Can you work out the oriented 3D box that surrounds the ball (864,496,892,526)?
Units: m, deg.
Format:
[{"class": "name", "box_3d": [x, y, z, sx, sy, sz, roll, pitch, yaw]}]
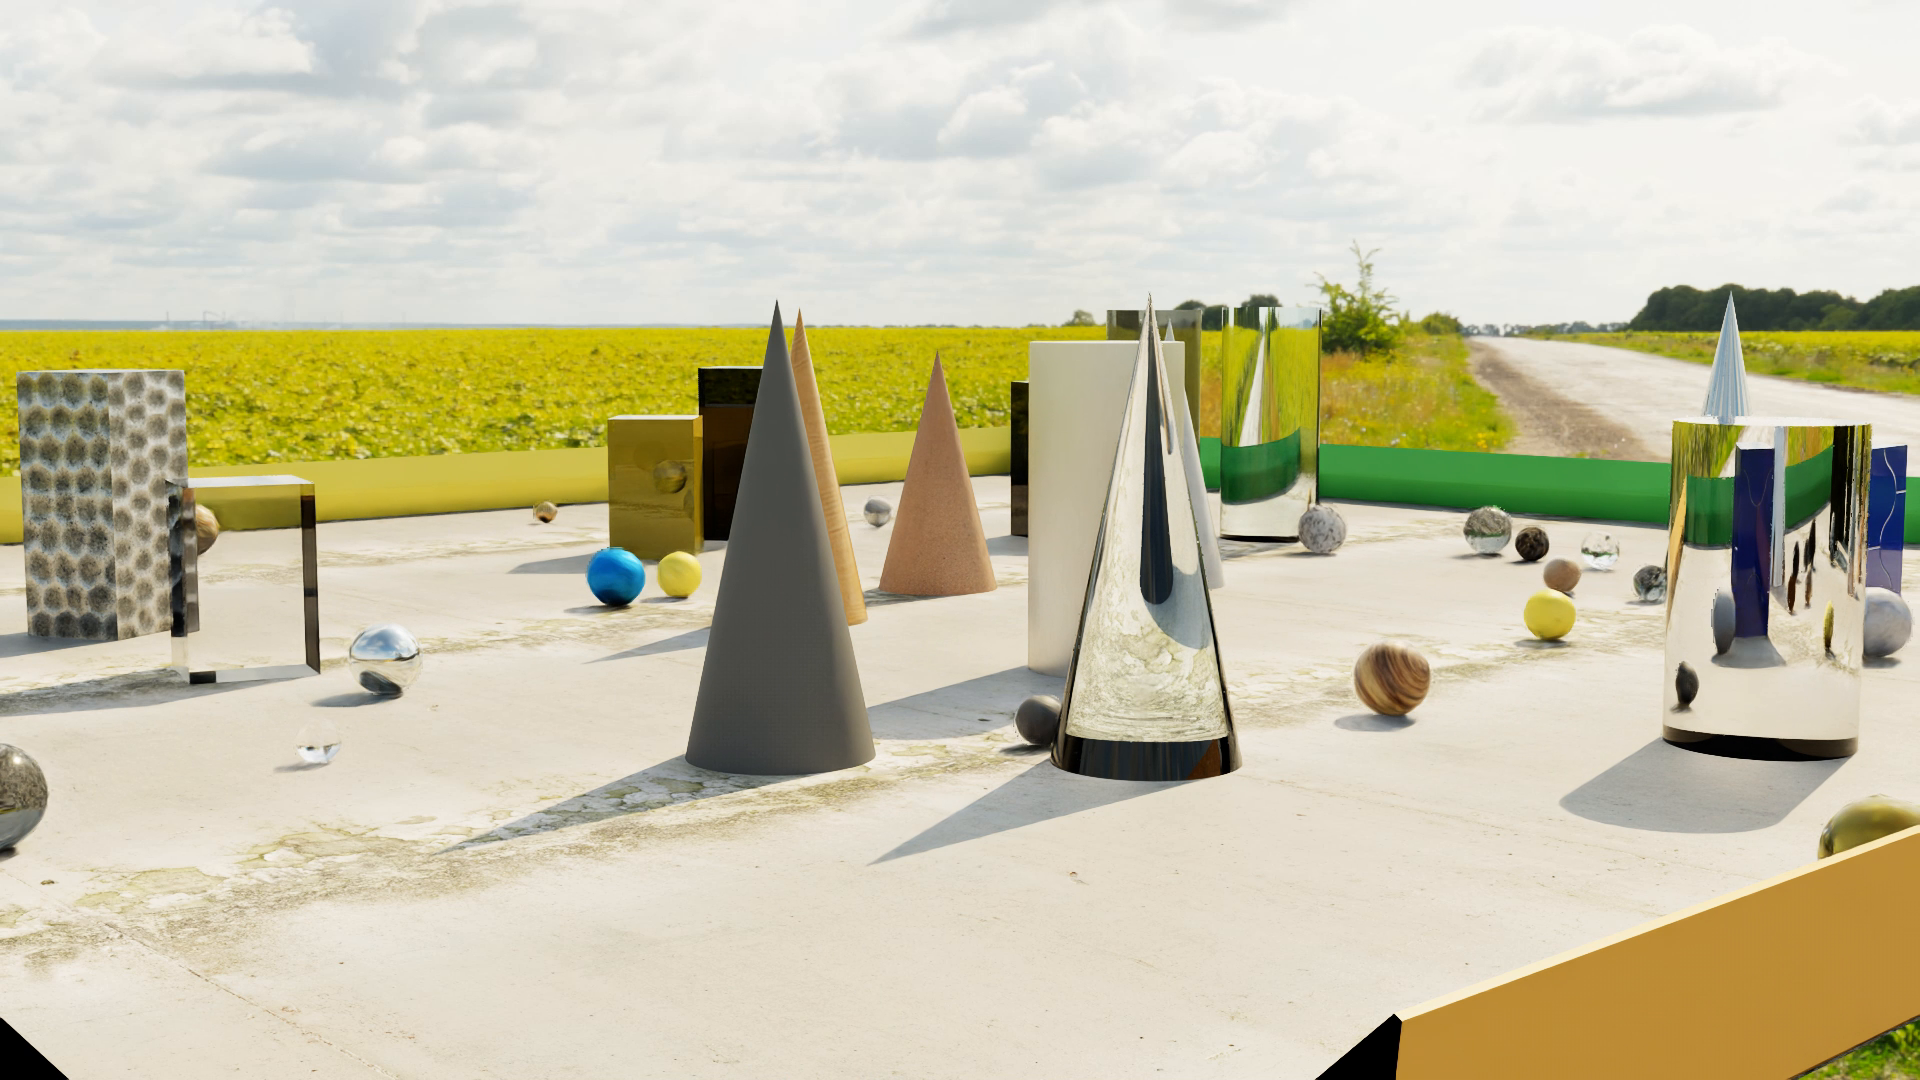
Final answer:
[{"class": "ball", "box_3d": [-0.167, -0.058, 4.490, 0.061, 0.061, 0.061, 0, 6, 0]}]

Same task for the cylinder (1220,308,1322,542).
[{"class": "cylinder", "box_3d": [0.600, -0.226, 4.254, 0.190, 0.446, 0.190, 0, 6, 0]}]

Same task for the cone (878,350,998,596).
[{"class": "cone", "box_3d": [-0.035, -0.113, 3.492, 0.190, 0.381, 0.190, 0, 6, 0]}]

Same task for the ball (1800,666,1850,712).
[{"class": "ball", "box_3d": [0.955, 0.164, 2.428, 0.052, 0.052, 0.052, 0, 6, 0]}]

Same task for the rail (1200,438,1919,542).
[{"class": "rail", "box_3d": [1.387, -0.102, 4.605, 0.045, 0.123, 3.710, -6, 8, -42]}]

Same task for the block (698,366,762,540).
[{"class": "block", "box_3d": [-0.411, -0.170, 4.270, 0.152, 0.330, 0.152, 1, 6, 10]}]

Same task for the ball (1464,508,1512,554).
[{"class": "ball", "box_3d": [0.957, -0.017, 3.985, 0.085, 0.085, 0.085, 0, 6, 0]}]

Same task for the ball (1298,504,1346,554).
[{"class": "ball", "box_3d": [0.660, -0.020, 4.006, 0.088, 0.088, 0.088, 0, 6, 0]}]

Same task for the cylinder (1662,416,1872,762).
[{"class": "cylinder", "box_3d": [0.821, 0.044, 2.243, 0.190, 0.330, 0.190, 0, 6, 0]}]

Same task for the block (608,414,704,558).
[{"class": "block", "box_3d": [-0.549, -0.098, 3.980, 0.152, 0.249, 0.152, 0, 6, -1]}]

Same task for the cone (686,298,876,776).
[{"class": "cone", "box_3d": [-0.179, -0.011, 2.172, 0.190, 0.455, 0.190, 0, 6, 0]}]

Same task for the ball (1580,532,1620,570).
[{"class": "ball", "box_3d": [1.095, 0.017, 3.758, 0.065, 0.065, 0.065, 0, 6, 0]}]

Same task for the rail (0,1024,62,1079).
[{"class": "rail", "box_3d": [-1.387, 0.166, 2.060, 0.045, 0.123, 3.710, -6, 8, -42]}]

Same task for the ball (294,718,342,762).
[{"class": "ball", "box_3d": [-0.630, 0.197, 2.159, 0.044, 0.044, 0.044, 0, 6, 0]}]

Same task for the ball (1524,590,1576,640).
[{"class": "ball", "box_3d": [0.792, 0.101, 2.955, 0.068, 0.068, 0.068, 0, 6, 0]}]

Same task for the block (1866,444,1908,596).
[{"class": "block", "box_3d": [1.207, -0.005, 3.059, 0.152, 0.256, 0.152, 6, 8, 43]}]

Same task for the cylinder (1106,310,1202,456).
[{"class": "cylinder", "box_3d": [0.388, -0.241, 4.420, 0.190, 0.440, 0.190, 0, 6, 0]}]

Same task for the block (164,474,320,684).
[{"class": "block", "box_3d": [-0.881, 0.044, 2.698, 0.152, 0.234, 0.152, -3, 7, -27]}]

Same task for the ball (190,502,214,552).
[{"class": "ball", "box_3d": [-1.410, -0.024, 4.005, 0.095, 0.095, 0.095, 0, 6, 0]}]

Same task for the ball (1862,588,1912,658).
[{"class": "ball", "box_3d": [1.167, 0.105, 2.808, 0.090, 0.090, 0.090, 0, 6, 0]}]

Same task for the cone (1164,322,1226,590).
[{"class": "cone", "box_3d": [0.335, -0.142, 3.537, 0.190, 0.428, 0.190, 0, 6, 0]}]

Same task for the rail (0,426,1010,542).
[{"class": "rail", "box_3d": [-1.242, -0.109, 4.671, 3.821, 0.123, 0.045, -6, 8, -42]}]

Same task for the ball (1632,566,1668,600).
[{"class": "ball", "box_3d": [1.056, 0.065, 3.357, 0.054, 0.054, 0.054, 0, 6, 0]}]

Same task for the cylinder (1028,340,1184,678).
[{"class": "cylinder", "box_3d": [0.179, -0.042, 2.709, 0.190, 0.403, 0.190, 0, 6, 0]}]

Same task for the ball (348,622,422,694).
[{"class": "ball", "box_3d": [-0.665, 0.137, 2.543, 0.083, 0.083, 0.083, 0, 6, 0]}]

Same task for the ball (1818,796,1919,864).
[{"class": "ball", "box_3d": [0.674, 0.232, 1.605, 0.091, 0.091, 0.091, 0, 6, 0]}]

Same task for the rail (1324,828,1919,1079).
[{"class": "rail", "box_3d": [1.242, 0.173, 1.994, 3.821, 0.123, 0.045, -6, 8, -42]}]

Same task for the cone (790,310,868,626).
[{"class": "cone", "box_3d": [-0.226, -0.108, 3.127, 0.190, 0.447, 0.190, 0, 6, 0]}]

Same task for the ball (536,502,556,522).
[{"class": "ball", "box_3d": [-0.860, -0.057, 4.568, 0.044, 0.044, 0.044, 0, 6, 0]}]

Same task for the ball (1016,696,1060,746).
[{"class": "ball", "box_3d": [0.082, 0.184, 2.246, 0.051, 0.051, 0.051, 0, 6, 0]}]

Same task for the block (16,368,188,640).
[{"class": "block", "box_3d": [-1.175, -0.053, 3.028, 0.152, 0.359, 0.152, 2, 6, 20]}]

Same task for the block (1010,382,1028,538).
[{"class": "block", "box_3d": [0.204, -0.157, 4.291, 0.152, 0.301, 0.152, -4, 7, -31]}]

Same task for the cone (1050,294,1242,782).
[{"class": "cone", "box_3d": [0.183, -0.012, 2.145, 0.190, 0.462, 0.190, 0, 6, 0]}]

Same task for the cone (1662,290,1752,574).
[{"class": "cone", "box_3d": [1.279, -0.179, 3.672, 0.190, 0.474, 0.190, 0, 6, 0]}]

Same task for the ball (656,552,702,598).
[{"class": "ball", "box_3d": [-0.433, 0.054, 3.393, 0.070, 0.070, 0.070, 0, 6, 0]}]

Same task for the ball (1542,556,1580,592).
[{"class": "ball", "box_3d": [0.944, 0.054, 3.450, 0.058, 0.058, 0.058, 0, 6, 0]}]

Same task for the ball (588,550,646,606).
[{"class": "ball", "box_3d": [-0.514, 0.057, 3.293, 0.085, 0.085, 0.085, 0, 6, 0]}]

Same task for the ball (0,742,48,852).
[{"class": "ball", "box_3d": [-0.797, 0.211, 1.803, 0.091, 0.091, 0.091, 0, 6, 0]}]

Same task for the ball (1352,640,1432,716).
[{"class": "ball", "box_3d": [0.473, 0.151, 2.406, 0.084, 0.084, 0.084, 0, 6, 0]}]

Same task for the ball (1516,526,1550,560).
[{"class": "ball", "box_3d": [1.011, 0.007, 3.882, 0.060, 0.060, 0.060, 0, 6, 0]}]
